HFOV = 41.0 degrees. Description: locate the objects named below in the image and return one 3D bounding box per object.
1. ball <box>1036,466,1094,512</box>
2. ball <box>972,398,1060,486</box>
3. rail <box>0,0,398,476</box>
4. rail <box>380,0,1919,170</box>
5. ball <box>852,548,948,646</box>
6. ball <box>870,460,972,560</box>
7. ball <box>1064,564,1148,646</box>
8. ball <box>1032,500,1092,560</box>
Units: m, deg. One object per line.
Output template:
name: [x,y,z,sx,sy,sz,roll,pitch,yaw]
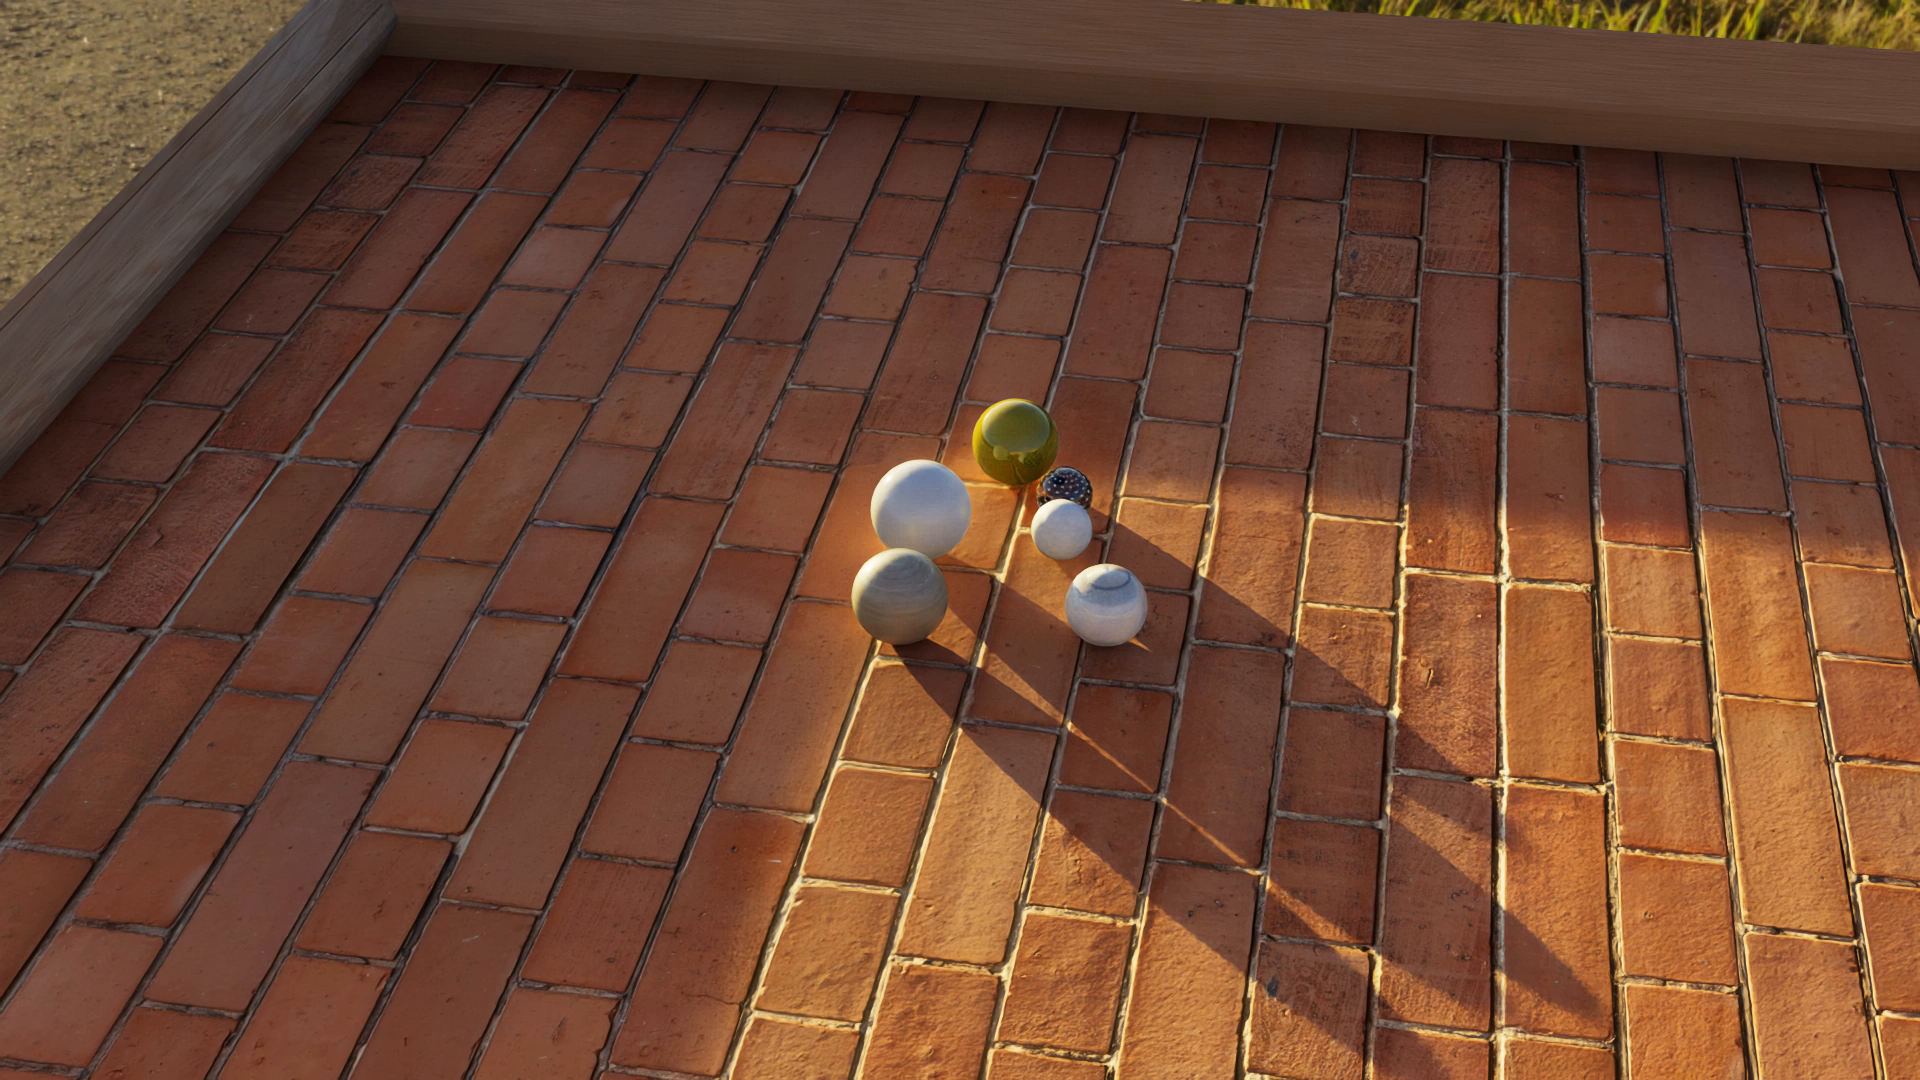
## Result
ball: [0.084,-0.036,2.054,0.046,0.046,0.046,0,34,0]
ball: [0.045,-0.080,2.096,0.071,0.071,0.071,0,34,0]
rail: [-0.769,-0.104,2.082,0.045,0.125,1.737,6,35,8]
rail: [0.942,-0.415,2.537,3.221,0.125,0.045,6,35,8]
ball: [-0.045,0.042,1.915,0.072,0.072,0.072,0,34,0]
ball: [-0.030,-0.023,2.006,0.079,0.079,0.079,0,34,0]
ball: [0.109,0.049,1.915,0.062,0.062,0.062,0,34,0]
ball: [0.080,-0.008,2.011,0.048,0.048,0.048,0,34,0]
